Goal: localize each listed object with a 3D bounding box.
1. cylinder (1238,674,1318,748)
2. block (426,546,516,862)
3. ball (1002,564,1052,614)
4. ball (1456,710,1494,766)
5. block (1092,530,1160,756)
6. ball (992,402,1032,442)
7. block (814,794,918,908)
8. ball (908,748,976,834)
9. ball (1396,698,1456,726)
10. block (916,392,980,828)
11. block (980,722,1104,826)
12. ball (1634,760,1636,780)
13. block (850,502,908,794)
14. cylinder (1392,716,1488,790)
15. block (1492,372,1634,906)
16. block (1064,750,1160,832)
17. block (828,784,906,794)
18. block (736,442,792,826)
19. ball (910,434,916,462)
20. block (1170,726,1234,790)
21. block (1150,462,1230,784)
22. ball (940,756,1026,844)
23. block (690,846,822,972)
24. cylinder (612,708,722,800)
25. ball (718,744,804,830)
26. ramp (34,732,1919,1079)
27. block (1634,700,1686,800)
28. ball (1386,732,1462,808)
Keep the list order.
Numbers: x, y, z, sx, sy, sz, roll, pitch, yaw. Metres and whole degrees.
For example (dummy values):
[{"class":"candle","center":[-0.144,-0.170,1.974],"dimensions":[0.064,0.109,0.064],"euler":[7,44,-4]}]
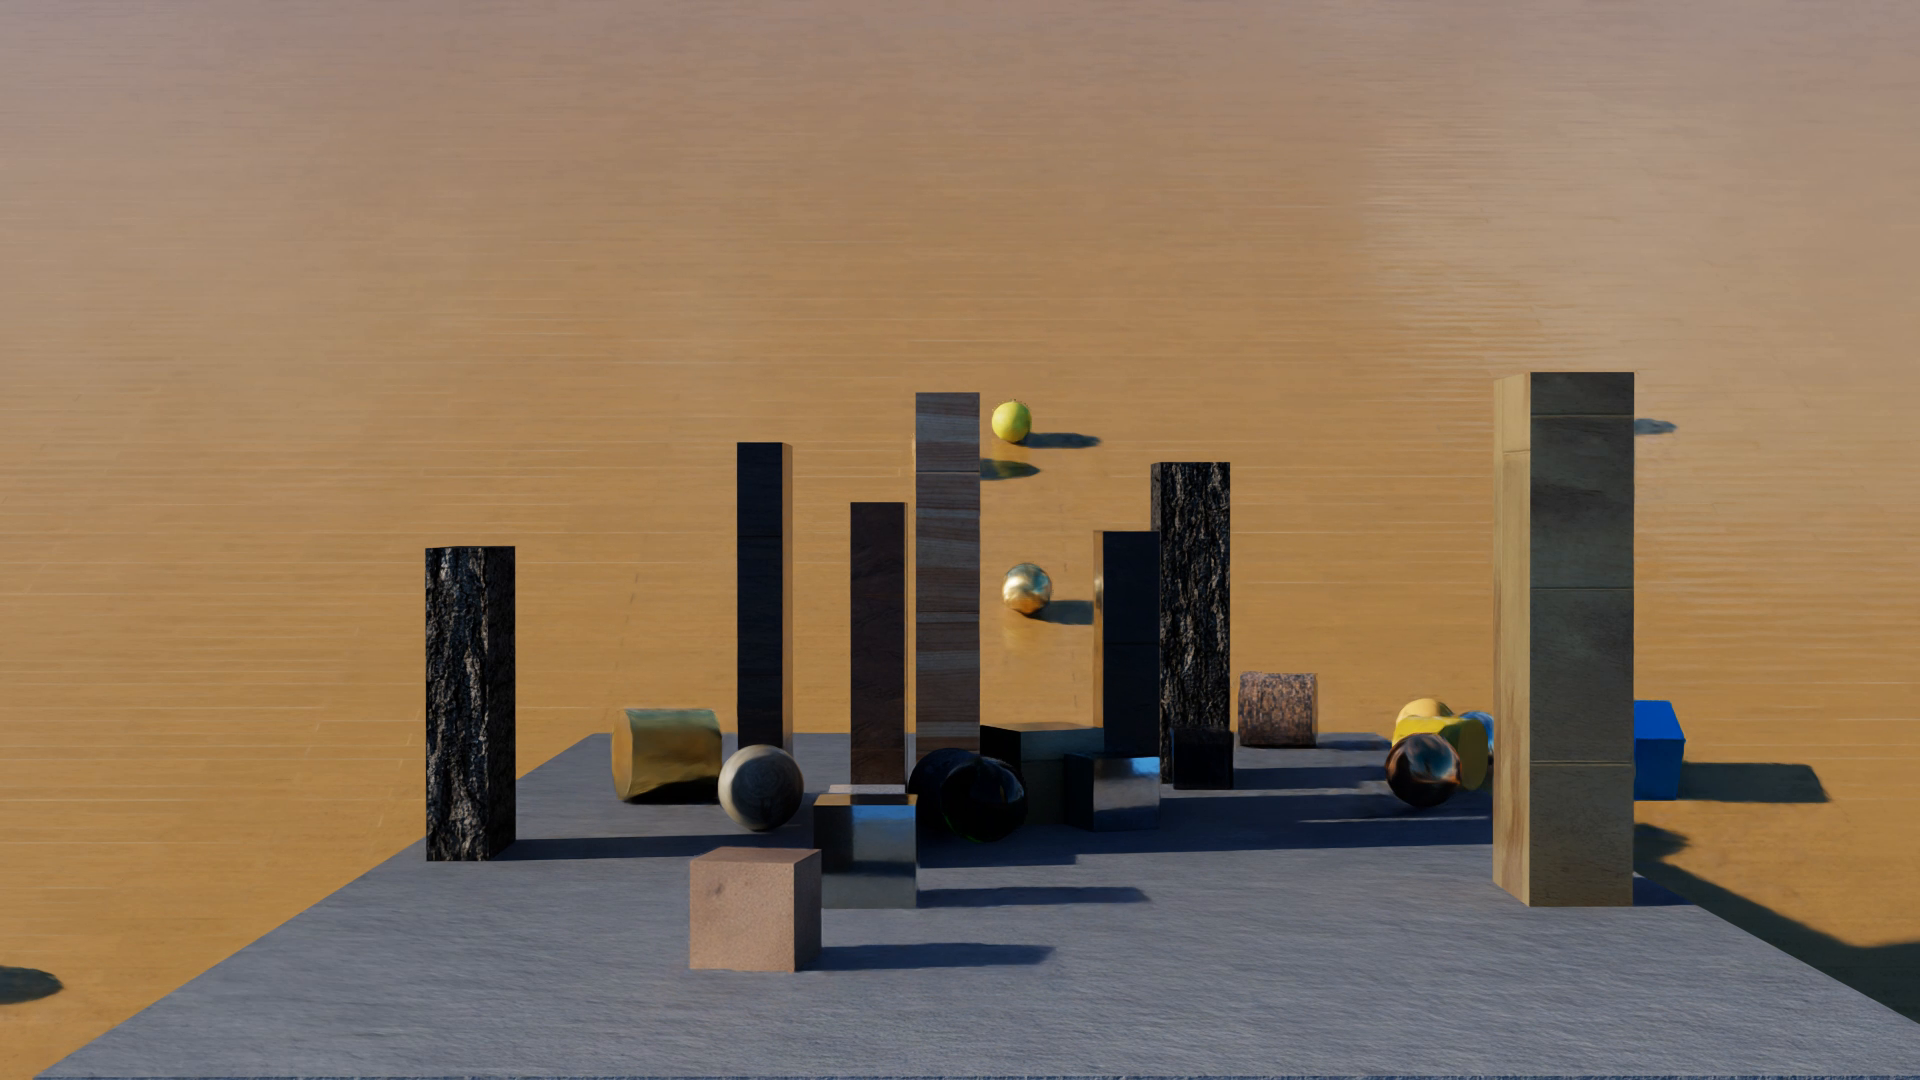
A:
[{"class":"cylinder","center":[0.765,0.410,6.211],"dimensions":[0.176,0.176,0.176],"euler":[0,28,12]},{"class":"block","center":[-0.818,0.266,4.328],"dimensions":[0.101,0.509,0.260],"euler":[0,1,0]},{"class":"ball","center":[0.189,0.138,7.310],"dimensions":[0.144,0.144,0.144],"euler":[0,28,0]},{"class":"ball","center":[1.319,0.510,6.606],"dimensions":[0.148,0.148,0.148],"euler":[0,28,0]},{"class":"block","center":[0.314,0.248,4.907],"dimensions":[0.104,0.531,0.347],"euler":[0,1,0]},{"class":"ball","center":[0.167,-0.380,8.300],"dimensions":[0.130,0.130,0.130],"euler":[0,28,0]},{"class":"block","center":[-0.136,0.454,3.781],"dimensions":[0.147,0.147,0.147],"euler":[0,1,1]},{"class":"ball","center":[-0.017,0.442,4.563],"dimensions":[0.151,0.151,0.151],"euler":[0,28,0]},{"class":"ball","center":[1.177,0.477,6.522],"dimensions":[0.155,0.155,0.155],"euler":[0,28,0]},{"class":"block","center":[-0.022,0.124,4.800],"dimensions":[0.115,0.781,0.330],"euler":[0,1,0]},{"class":"block","center":[0.150,0.430,4.771],"dimensions":[0.171,0.171,0.171],"euler":[0,1,-26]},{"class":"ball","center":[1.235,0.452,5.104],"dimensions":[0.195,0.195,0.195],"euler":[0,28,0]},{"class":"block","center":[-0.136,0.228,4.393],"dimensions":[0.087,0.584,0.338],"euler":[0,1,0]},{"class":"cylinder","center":[0.979,0.433,5.268],"dimensions":[0.146,0.146,0.146],"euler":[-2,22,36]},{"class":"block","center":[0.893,0.142,3.837],"dimensions":[0.149,0.768,0.252],"euler":[0,1,0]},{"class":"block","center":[0.273,0.452,4.653],"dimensions":[0.129,0.129,0.129],"euler":[0,1,-21]},{"class":"block","center":[-0.149,0.462,4.165],"dimensions":[0.122,0.122,0.122],"euler":[0,1,-1]},{"class":"block","center":[-0.362,0.168,4.820],"dimensions":[0.082,0.694,0.287],"euler":[0,1,0]},{"class":"ball","center":[-0.081,-0.291,8.112],"dimensions":[0.149,0.149,0.149],"euler":[0,28,0]},{"class":"block","center":[0.496,0.449,5.315],"dimensions":[0.119,0.119,0.119],"euler":[0,1,0]},{"class":"block","center":[0.489,0.171,5.511],"dimensions":[0.144,0.670,0.279],"euler":[0,1,0]},{"class":"ball","center":[0.040,0.445,4.424],"dimensions":[0.149,0.149,0.149],"euler":[0,28,0]},{"class":"block","center":[-0.257,0.466,3.274],"dimensions":[0.134,0.134,0.134],"euler":[0,1,11]},{"class":"cylinder","center":[-0.577,0.421,5.076],"dimensions":[0.178,0.178,0.178],"euler":[1,26,-21]},{"class":"ball","center":[-0.355,0.440,4.603],"dimensions":[0.154,0.154,0.154],"euler":[0,28,0]},{"class":"ramp","center":[0.063,0.567,4.607],"dimensions":[2.000,0.100,4.000],"euler":[0,1,0]},{"class":"block","center":[1.711,0.530,6.533],"dimensions":[0.181,0.181,0.181],"euler":[1,28,2]},{"class":"ball","center":[0.888,0.440,4.949],"dimensions":[0.145,0.145,0.145],"euler":[0,28,0]}]
